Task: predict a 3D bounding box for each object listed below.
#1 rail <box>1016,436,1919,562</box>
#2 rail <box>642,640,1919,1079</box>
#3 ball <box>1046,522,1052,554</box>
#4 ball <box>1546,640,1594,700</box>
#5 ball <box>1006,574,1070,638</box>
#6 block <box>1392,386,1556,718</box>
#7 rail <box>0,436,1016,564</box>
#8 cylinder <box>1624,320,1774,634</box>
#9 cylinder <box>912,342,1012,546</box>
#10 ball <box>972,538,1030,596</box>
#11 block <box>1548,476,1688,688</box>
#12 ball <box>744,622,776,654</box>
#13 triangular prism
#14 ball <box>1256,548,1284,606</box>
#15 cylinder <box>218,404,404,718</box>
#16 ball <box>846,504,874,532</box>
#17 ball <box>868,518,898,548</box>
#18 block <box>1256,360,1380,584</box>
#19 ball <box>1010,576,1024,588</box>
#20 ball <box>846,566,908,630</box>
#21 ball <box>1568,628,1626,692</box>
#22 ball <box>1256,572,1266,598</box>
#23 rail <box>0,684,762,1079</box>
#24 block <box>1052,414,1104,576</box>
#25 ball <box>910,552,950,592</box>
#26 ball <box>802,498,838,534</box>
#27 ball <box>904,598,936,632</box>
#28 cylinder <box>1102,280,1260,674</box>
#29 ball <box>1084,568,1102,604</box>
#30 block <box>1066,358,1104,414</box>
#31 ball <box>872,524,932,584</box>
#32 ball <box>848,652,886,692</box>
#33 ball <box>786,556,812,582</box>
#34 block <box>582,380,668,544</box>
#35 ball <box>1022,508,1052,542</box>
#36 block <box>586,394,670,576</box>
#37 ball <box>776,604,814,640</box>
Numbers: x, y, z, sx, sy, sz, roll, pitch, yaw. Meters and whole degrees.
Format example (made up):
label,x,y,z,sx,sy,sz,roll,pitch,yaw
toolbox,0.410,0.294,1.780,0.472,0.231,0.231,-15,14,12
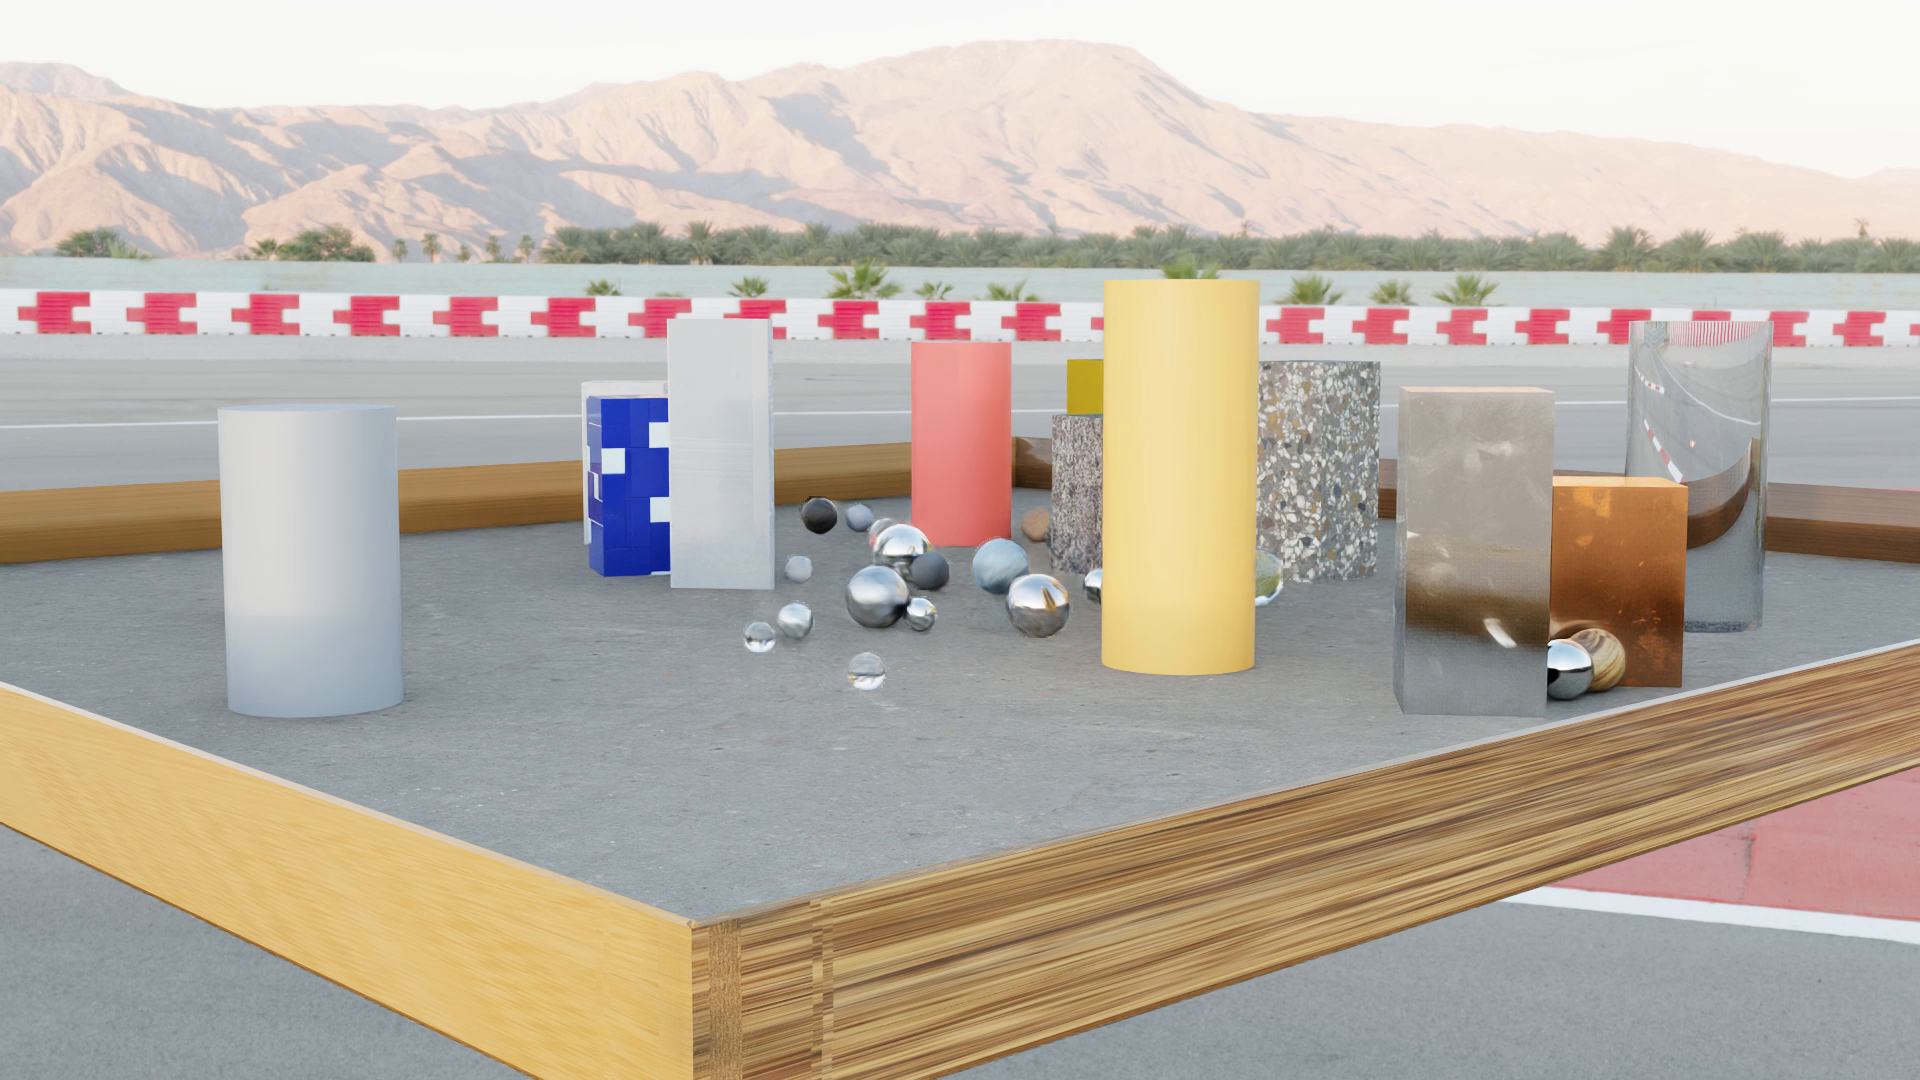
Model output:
label,x,y,z,sx,sy,sz,roll,pitch,yaw
rail,1.151,-0.079,4.388,0.045,0.125,3.033,-6,8,-42
rail,1.012,0.147,2.241,3.180,0.125,0.045,-6,8,-42
ball,0.195,-0.004,3.848,0.090,0.090,0.090,0,6,0
ball,0.689,0.148,2.511,0.069,0.069,0.069,0,6,0
ball,0.106,0.090,2.977,0.088,0.088,0.088,0,6,0
block,0.573,0.009,2.469,0.154,0.355,0.154,1,6,7
rail,-1.012,-0.082,4.423,3.180,0.125,0.045,-6,8,-42
cylinder,1.037,-0.094,3.101,0.192,0.427,0.192,0,6,0
cylinder,0.003,-0.188,4.212,0.192,0.381,0.192,0,6,0
ball,0.064,0.042,3.427,0.088,0.088,0.088,0,6,0
block,0.782,0.047,2.663,0.154,0.237,0.154,1,6,6
ball,-0.259,0.126,2.849,0.041,0.041,0.041,0,6,0
triangular prism,-0.372,-0.143,3.561,0.166,0.428,0.144,1,6,7
ball,0.442,0.055,3.303,0.088,0.088,0.088,0,6,0
cylinder,-0.731,0.018,2.481,0.192,0.334,0.192,0,6,0
ball,-0.201,-0.043,4.396,0.055,0.055,0.055,0,6,0
ball,-0.133,-0.006,3.994,0.065,0.065,0.065,0,6,0
block,0.587,-0.118,3.660,0.154,0.358,0.154,-6,8,-43
ball,0.097,0.077,3.279,0.048,0.048,0.048,0,6,0
ball,-0.116,0.080,3.065,0.089,0.089,0.089,0,6,0
ball,0.738,0.140,2.563,0.073,0.073,0.073,0,6,0
ball,0.446,0.069,3.380,0.045,0.045,0.045,0,6,0
rail,-1.151,0.144,2.276,0.045,0.125,3.033,-6,8,-42
block,0.263,-0.079,3.735,0.154,0.264,0.154,-3,7,-30
ball,-0.047,0.050,3.475,0.063,0.063,0.063,0,6,0
ball,-0.278,-0.048,4.361,0.073,0.073,0.073,0,6,0
ball,-0.056,0.103,3.043,0.046,0.046,0.046,0,6,0
cylinder,0.275,-0.084,2.752,0.192,0.479,0.192,0,6,0
ball,0.213,0.070,3.324,0.054,0.054,0.054,0,6,0
block,0.304,-0.162,4.115,0.154,0.350,0.154,-3,7,-26
ball,-0.094,0.023,3.571,0.096,0.096,0.096,0,6,0
ball,-0.109,0.154,2.569,0.045,0.045,0.045,0,6,0
ball,-0.263,0.047,3.591,0.044,0.044,0.044,0,6,0
block,-0.638,-0.152,4.232,0.154,0.305,0.154,0,6,-2
ball,0.151,-0.029,4.203,0.067,0.067,0.067,0,6,0
block,-0.545,-0.096,3.746,0.154,0.296,0.154,-2,6,-19
ball,-0.222,0.110,2.966,0.050,0.050,0.050,0,6,0
